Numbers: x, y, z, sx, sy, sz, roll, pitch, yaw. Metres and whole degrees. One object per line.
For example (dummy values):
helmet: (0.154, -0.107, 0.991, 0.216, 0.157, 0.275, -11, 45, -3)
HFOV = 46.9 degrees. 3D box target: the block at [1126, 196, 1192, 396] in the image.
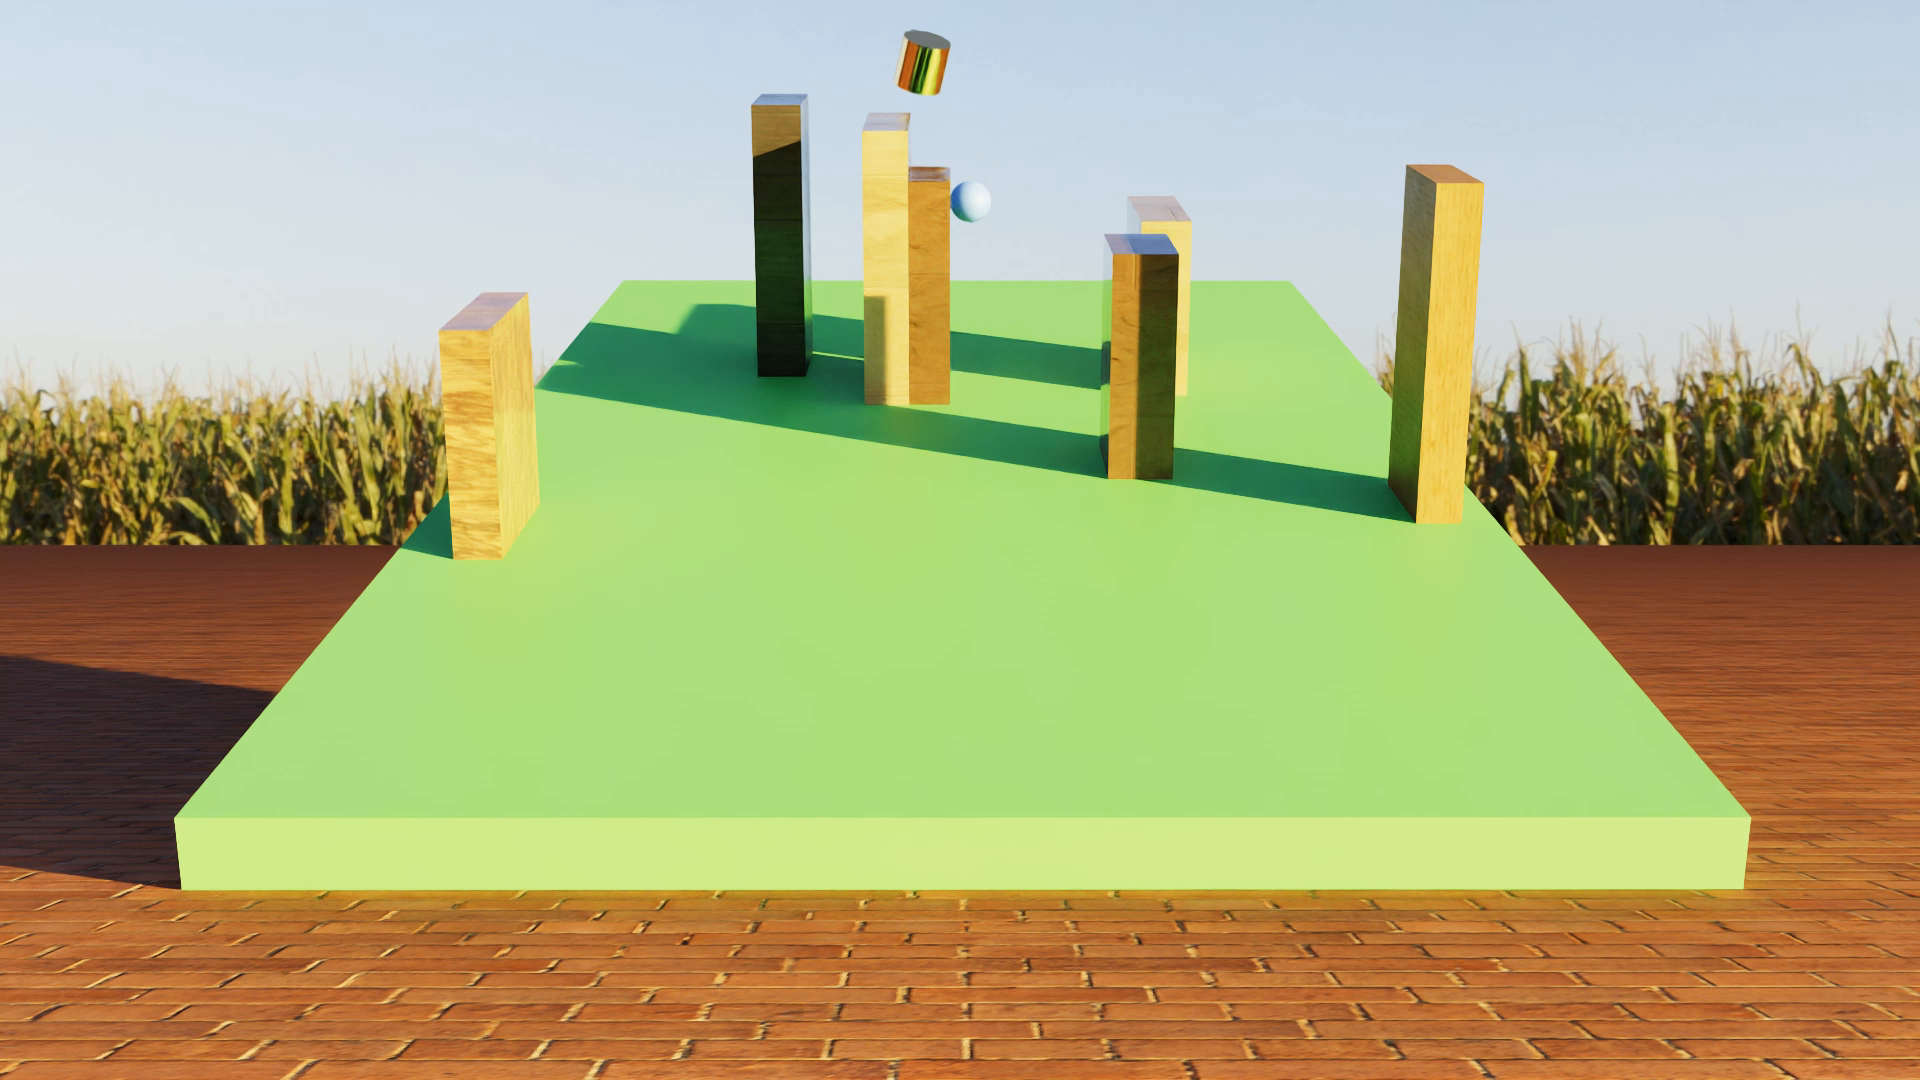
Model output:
block: (0.469, -0.591, 5.291, 0.114, 0.404, 0.429, 0, 16, 0)

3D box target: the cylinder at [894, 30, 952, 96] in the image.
cylinder: (-0.107, -1.344, 6.233, 0.138, 0.138, 0.138, 11, 30, -7)

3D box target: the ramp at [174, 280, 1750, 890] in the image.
ramp: (-0.002, -0.166, 4.740, 2.000, 0.100, 4.000, 0, 16, 0)

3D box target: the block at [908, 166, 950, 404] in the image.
block: (-0.069, -0.592, 5.116, 0.092, 0.505, 0.290, 0, 16, 0)

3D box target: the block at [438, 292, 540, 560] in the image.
block: (-0.846, -0.213, 4.002, 0.085, 0.408, 0.371, 0, 16, 0)

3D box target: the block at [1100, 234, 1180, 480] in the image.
block: (0.360, -0.375, 4.478, 0.129, 0.451, 0.266, 0, 16, 0)

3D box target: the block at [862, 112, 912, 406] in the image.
block: (-0.167, -0.663, 5.159, 0.101, 0.617, 0.420, 0, 16, 0)

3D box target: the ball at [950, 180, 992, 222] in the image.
ball: (0.029, -0.939, 6.142, 0.115, 0.115, 0.115, 0, 0, 0)

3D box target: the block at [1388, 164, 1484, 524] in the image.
block: (0.889, -0.372, 4.154, 0.084, 0.629, 0.280, 0, 16, 0)

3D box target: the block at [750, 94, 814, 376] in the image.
block: (-0.430, -0.745, 5.387, 0.115, 0.645, 0.297, 0, 16, 0)
